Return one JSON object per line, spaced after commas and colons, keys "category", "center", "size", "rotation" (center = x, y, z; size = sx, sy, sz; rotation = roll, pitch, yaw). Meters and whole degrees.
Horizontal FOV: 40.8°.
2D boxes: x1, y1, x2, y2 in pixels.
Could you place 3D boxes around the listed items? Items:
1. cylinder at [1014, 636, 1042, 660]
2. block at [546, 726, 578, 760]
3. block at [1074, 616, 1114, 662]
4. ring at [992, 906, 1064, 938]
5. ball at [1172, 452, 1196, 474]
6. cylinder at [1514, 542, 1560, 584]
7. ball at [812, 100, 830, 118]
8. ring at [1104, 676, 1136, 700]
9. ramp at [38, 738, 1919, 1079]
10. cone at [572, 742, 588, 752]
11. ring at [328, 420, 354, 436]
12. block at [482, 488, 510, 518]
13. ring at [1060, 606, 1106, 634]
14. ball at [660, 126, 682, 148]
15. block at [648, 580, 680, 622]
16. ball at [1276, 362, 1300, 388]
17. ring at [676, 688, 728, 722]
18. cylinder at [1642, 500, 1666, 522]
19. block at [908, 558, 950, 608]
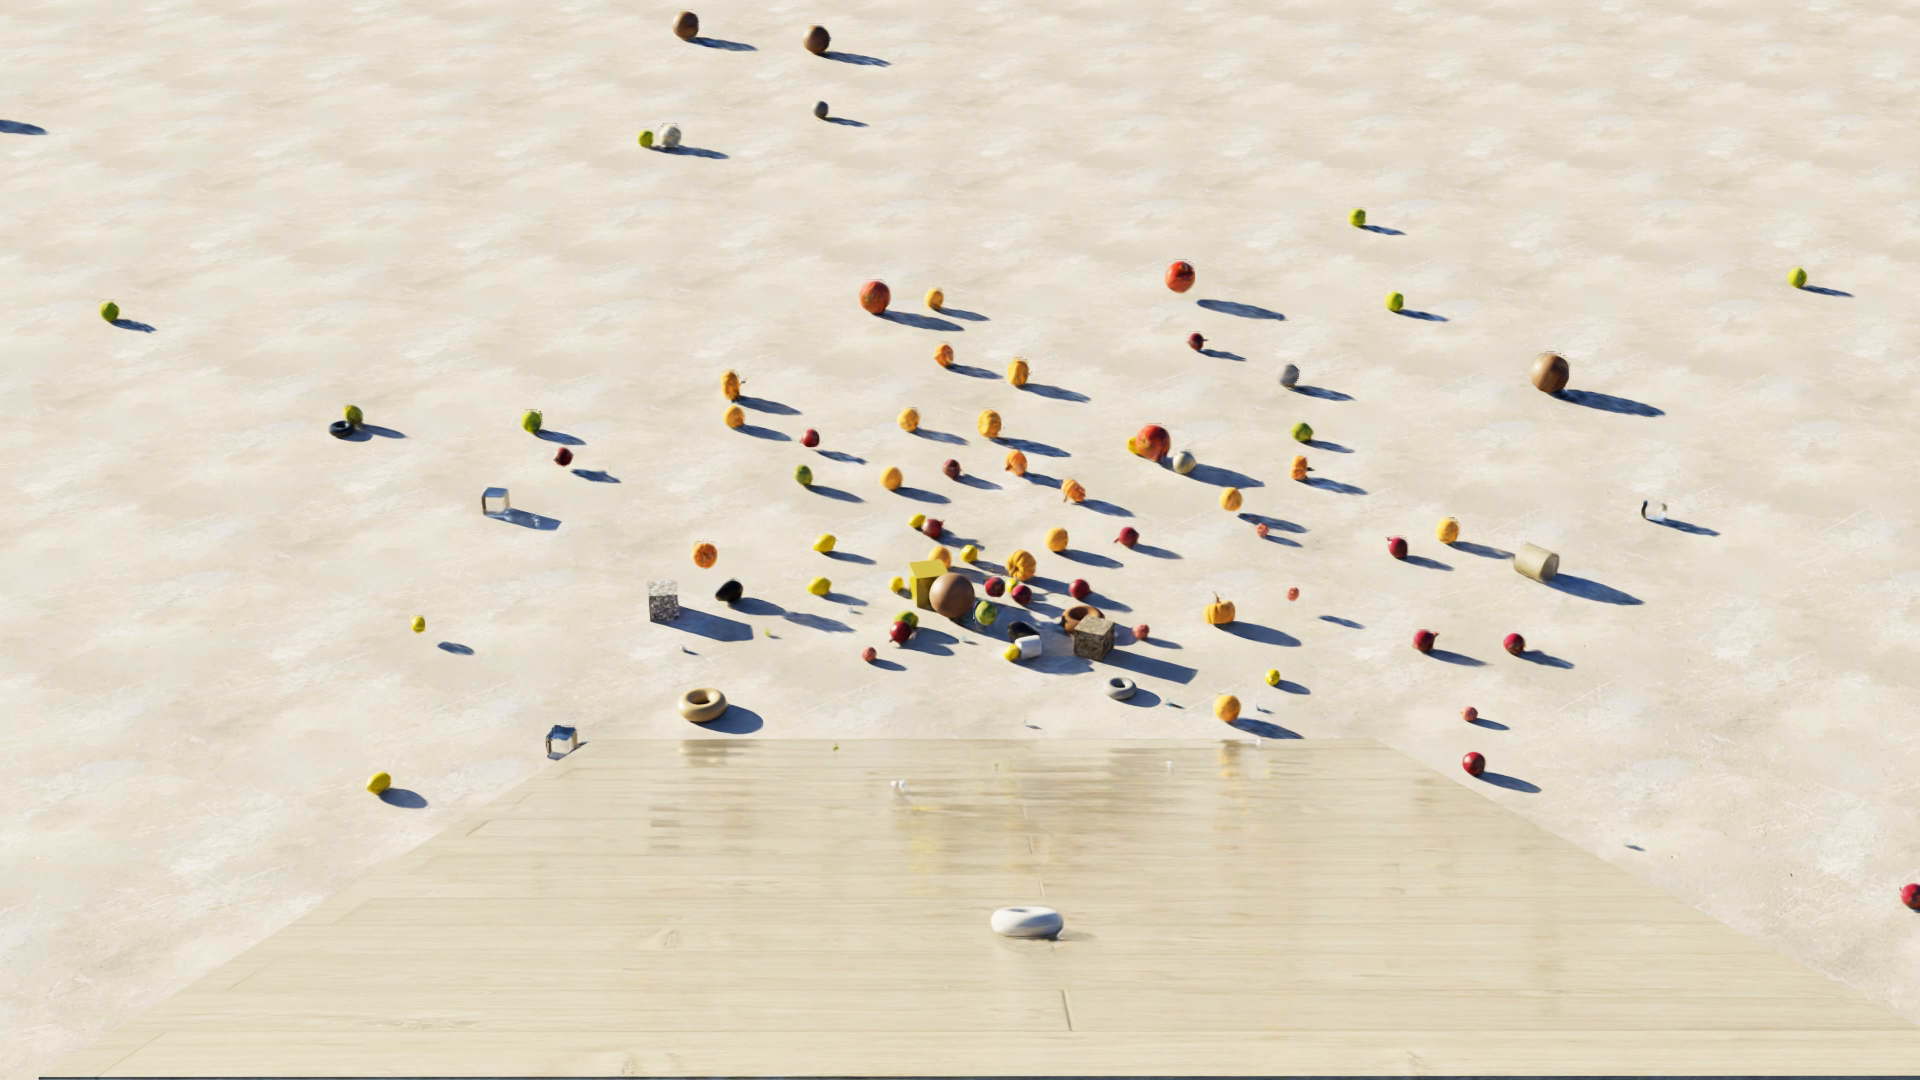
{"category": "cylinder", "center": [0.189, 0.296, 7.134], "size": [0.059, 0.059, 0.059], "rotation": [-8, 29, -18]}
{"category": "block", "center": [-1.033, 0.527, 6.706], "size": [0.063, 0.063, 0.063], "rotation": [7, 29, 13]}
{"category": "block", "center": [0.371, 0.273, 7.149], "size": [0.086, 0.086, 0.086], "rotation": [13, 31, 22]}
{"category": "ring", "center": [0.092, 0.519, 3.512], "size": [0.100, 0.033, 0.100], "rotation": [1, -1, 0]}
{"category": "ball", "center": [0.703, -0.243, 8.111], "size": [0.072, 0.072, 0.072], "rotation": [0, 29, 0]}
{"category": "cylinder", "center": [1.678, 0.066, 7.520], "size": [0.093, 0.093, 0.093], "rotation": [-25, 37, -38]}
{"category": "ball", "center": [-0.596, -1.841, 11.040], "size": [0.076, 0.076, 0.076], "rotation": [0, 29, 0]}
{"category": "ring", "center": [0.432, 0.399, 6.975], "size": [0.092, 0.031, 0.092], "rotation": [1, 29, -1]}
{"category": "ramp", "center": [0.064, 0.576, 4.620], "size": [2.000, 0.100, 4.000], "rotation": [0, 0, 0]}
{"category": "cone", "center": [-0.969, 0.558, 6.689], "size": [0.053, 0.053, 0.053], "rotation": [-21, 61, -33]}
{"category": "ring", "center": [-2.004, -0.361, 8.372], "size": [0.086, 0.029, 0.086], "rotation": [-1, 30, 0]}
{"category": "block", "center": [-1.416, -0.115, 7.883], "size": [0.065, 0.065, 0.065], "rotation": [4, 29, 8]}
{"category": "ring", "center": [0.347, 0.227, 7.278], "size": [0.128, 0.043, 0.128], "rotation": [-1, 30, 0]}
{"category": "ball", "center": [-1.201, -1.673, 10.714], "size": [0.093, 0.093, 0.093], "rotation": [0, 29, 0]}
{"category": "block", "center": [-0.842, 0.172, 7.336], "size": [0.083, 0.083, 0.083], "rotation": [-4, 29, -7]}
{"category": "ball", "center": [1.098, -0.554, 8.671], "size": [0.081, 0.081, 0.081], "rotation": [0, 29, 0]}
{"category": "ring", "center": [-0.688, 0.438, 6.888], "size": [0.135, 0.045, 0.135], "rotation": [-1, 29, 1]}
{"category": "cylinder", "center": [2.104, -0.089, 7.837], "size": [0.057, 0.057, 0.057], "rotation": [15, 32, 34]}
{"category": "block", "center": [-0.089, 0.124, 7.412], "size": [0.096, 0.096, 0.096], "rotation": [-7, 29, -12]}
